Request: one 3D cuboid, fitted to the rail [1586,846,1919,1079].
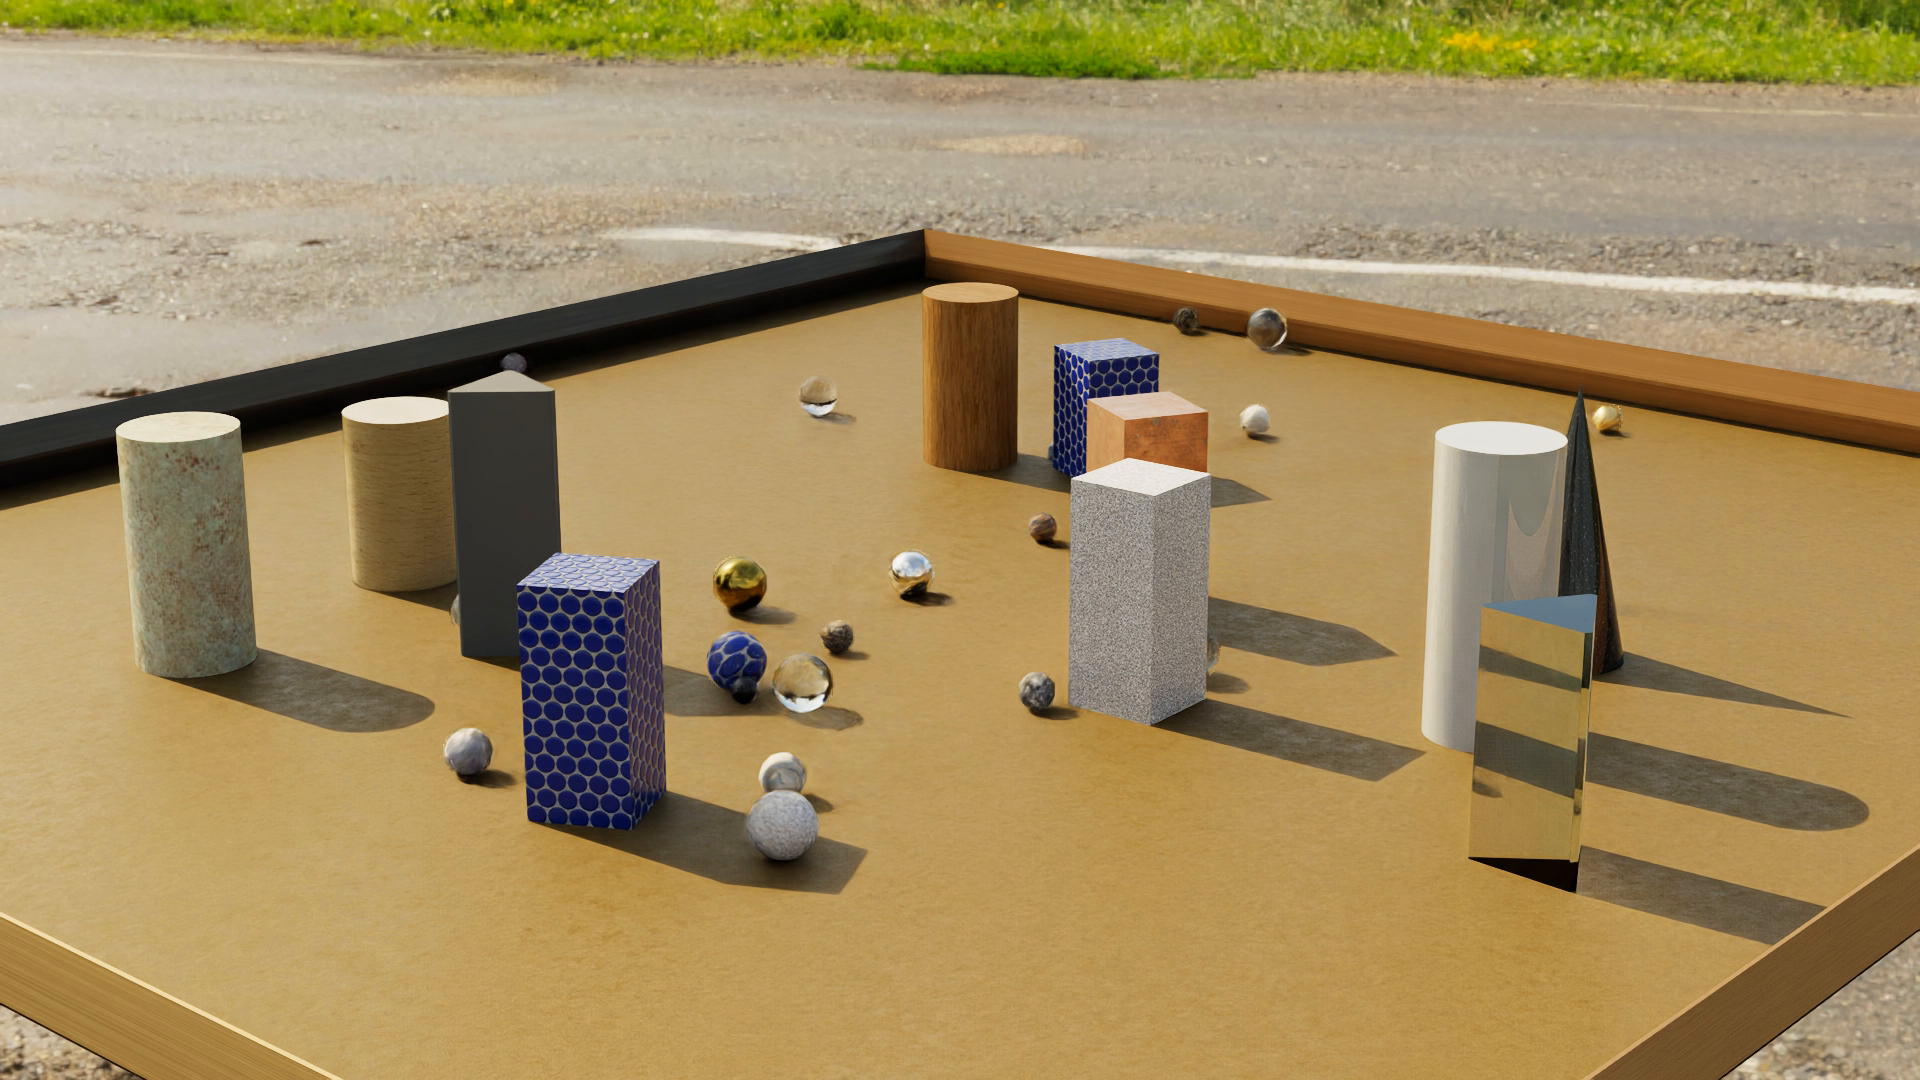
[{"bbox_3d":[1.391,0.380,3.964,0.045,0.125,4.008,14,22,39],"label":"rail"}]

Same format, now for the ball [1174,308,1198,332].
[{"bbox_3d":[0.547,-0.534,7.110,0.059,0.059,0.059,0,17,0],"label":"ball"}]

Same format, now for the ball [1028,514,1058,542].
[{"bbox_3d":[0.154,-0.022,5.428,0.053,0.053,0.053,0,17,0],"label":"ball"}]

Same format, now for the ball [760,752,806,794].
[{"bbox_3d":[-0.254,0.339,4.205,0.068,0.068,0.068,0,17,0],"label":"ball"}]

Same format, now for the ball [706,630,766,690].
[{"bbox_3d":[-0.354,0.192,4.644,0.096,0.096,0.096,0,17,0],"label":"ball"}]

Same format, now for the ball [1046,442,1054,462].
[{"bbox_3d":[0.199,-0.178,5.954,0.047,0.047,0.047,0,17,0],"label":"ball"}]

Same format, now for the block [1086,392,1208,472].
[{"bbox_3d":[0.318,-0.058,5.024,0.155,0.355,0.155,-6,18,-20],"label":"block"}]

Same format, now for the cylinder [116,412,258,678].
[{"bbox_3d":[-1.250,0.006,4.747,0.193,0.392,0.193,0,17,0],"label":"cylinder"}]

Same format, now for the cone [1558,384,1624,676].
[{"bbox_3d":[0.991,-0.029,4.745,0.193,0.461,0.193,0,17,0],"label":"cone"}]

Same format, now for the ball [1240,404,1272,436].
[{"bbox_3d":[0.621,-0.251,6.162,0.066,0.066,0.066,0,17,0],"label":"ball"}]

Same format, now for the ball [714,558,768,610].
[{"bbox_3d":[-0.377,0.076,5.036,0.092,0.092,0.092,0,17,0],"label":"ball"}]

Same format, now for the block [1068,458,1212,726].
[{"bbox_3d":[0.278,0.078,4.550,0.155,0.367,0.155,13,21,36],"label":"block"}]

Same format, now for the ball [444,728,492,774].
[{"bbox_3d":[-0.720,0.310,4.300,0.069,0.069,0.069,0,17,0],"label":"ball"}]

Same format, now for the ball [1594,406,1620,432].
[{"bbox_3d":[1.367,-0.256,6.196,0.056,0.056,0.056,0,17,0],"label":"ball"}]

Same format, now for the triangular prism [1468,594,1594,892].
[{"bbox_3d":[0.804,0.262,3.950,0.167,0.363,0.145,16,23,42],"label":"triangular prism"}]

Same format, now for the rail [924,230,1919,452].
[{"bbox_3d":[1.298,-0.401,6.552,3.731,0.125,0.045,14,22,39],"label":"rail"}]

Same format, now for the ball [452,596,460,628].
[{"bbox_3d":[-0.813,0.119,4.913,0.079,0.079,0.079,0,17,0],"label":"ball"}]

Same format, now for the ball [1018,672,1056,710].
[{"bbox_3d":[0.119,0.235,4.566,0.059,0.059,0.059,0,17,0],"label":"ball"}]

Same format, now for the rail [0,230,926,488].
[{"bbox_3d":[-1.391,-0.317,6.276,0.045,0.125,4.008,14,22,39],"label":"rail"}]

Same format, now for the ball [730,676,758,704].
[{"bbox_3d":[-0.338,0.235,4.591,0.044,0.044,0.044,0,17,0],"label":"ball"}]

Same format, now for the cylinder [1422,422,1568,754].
[{"bbox_3d":[0.801,0.071,4.407,0.193,0.464,0.193,0,17,0],"label":"cylinder"}]

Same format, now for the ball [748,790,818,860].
[{"bbox_3d":[-0.242,0.388,3.992,0.097,0.097,0.097,0,17,0],"label":"ball"}]

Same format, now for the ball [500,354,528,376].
[{"bbox_3d":[-1.012,-0.395,6.650,0.059,0.059,0.059,0,17,0],"label":"ball"}]

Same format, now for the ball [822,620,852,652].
[{"bbox_3d":[-0.202,0.159,4.827,0.052,0.052,0.052,0,17,0],"label":"ball"}]

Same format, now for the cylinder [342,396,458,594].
[{"bbox_3d":[-0.986,-0.081,5.184,0.193,0.306,0.193,0,17,0],"label":"cylinder"}]

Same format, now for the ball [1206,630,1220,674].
[{"bbox_3d":[0.371,0.178,4.700,0.089,0.089,0.089,0,17,0],"label":"ball"}]

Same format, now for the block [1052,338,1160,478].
[{"bbox_3d":[0.290,-0.257,5.858,0.155,0.254,0.155,-8,18,-24],"label":"block"}]

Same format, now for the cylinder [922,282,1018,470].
[{"bbox_3d":[0.021,-0.333,5.950,0.193,0.346,0.193,0,17,0],"label":"cylinder"}]

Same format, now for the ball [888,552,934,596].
[{"bbox_3d":[-0.086,0.058,5.118,0.078,0.078,0.078,0,17,0],"label":"ball"}]

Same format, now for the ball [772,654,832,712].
[{"bbox_3d":[-0.244,0.222,4.551,0.092,0.092,0.092,0,17,0],"label":"ball"}]

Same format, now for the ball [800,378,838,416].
[{"bbox_3d":[-0.306,-0.309,6.328,0.082,0.082,0.082,0,17,0],"label":"ball"}]

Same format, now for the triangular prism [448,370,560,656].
[{"bbox_3d":[-0.738,-0.045,4.823,0.167,0.446,0.145,-1,17,-2],"label":"triangular prism"}]

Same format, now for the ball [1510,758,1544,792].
[{"bbox_3d":[0.818,0.340,4.235,0.048,0.048,0.048,0,17,0],"label":"ball"}]

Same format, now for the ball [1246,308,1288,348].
[{"bbox_3d":[0.727,-0.502,6.942,0.096,0.096,0.096,0,17,0],"label":"ball"}]

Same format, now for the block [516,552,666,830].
[{"bbox_3d":[-0.517,0.212,4.139,0.155,0.349,0.155,4,17,12],"label":"block"}]

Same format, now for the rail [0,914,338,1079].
[{"bbox_3d":[-1.298,0.463,3.689,3.731,0.125,0.045,14,22,39],"label":"rail"}]
